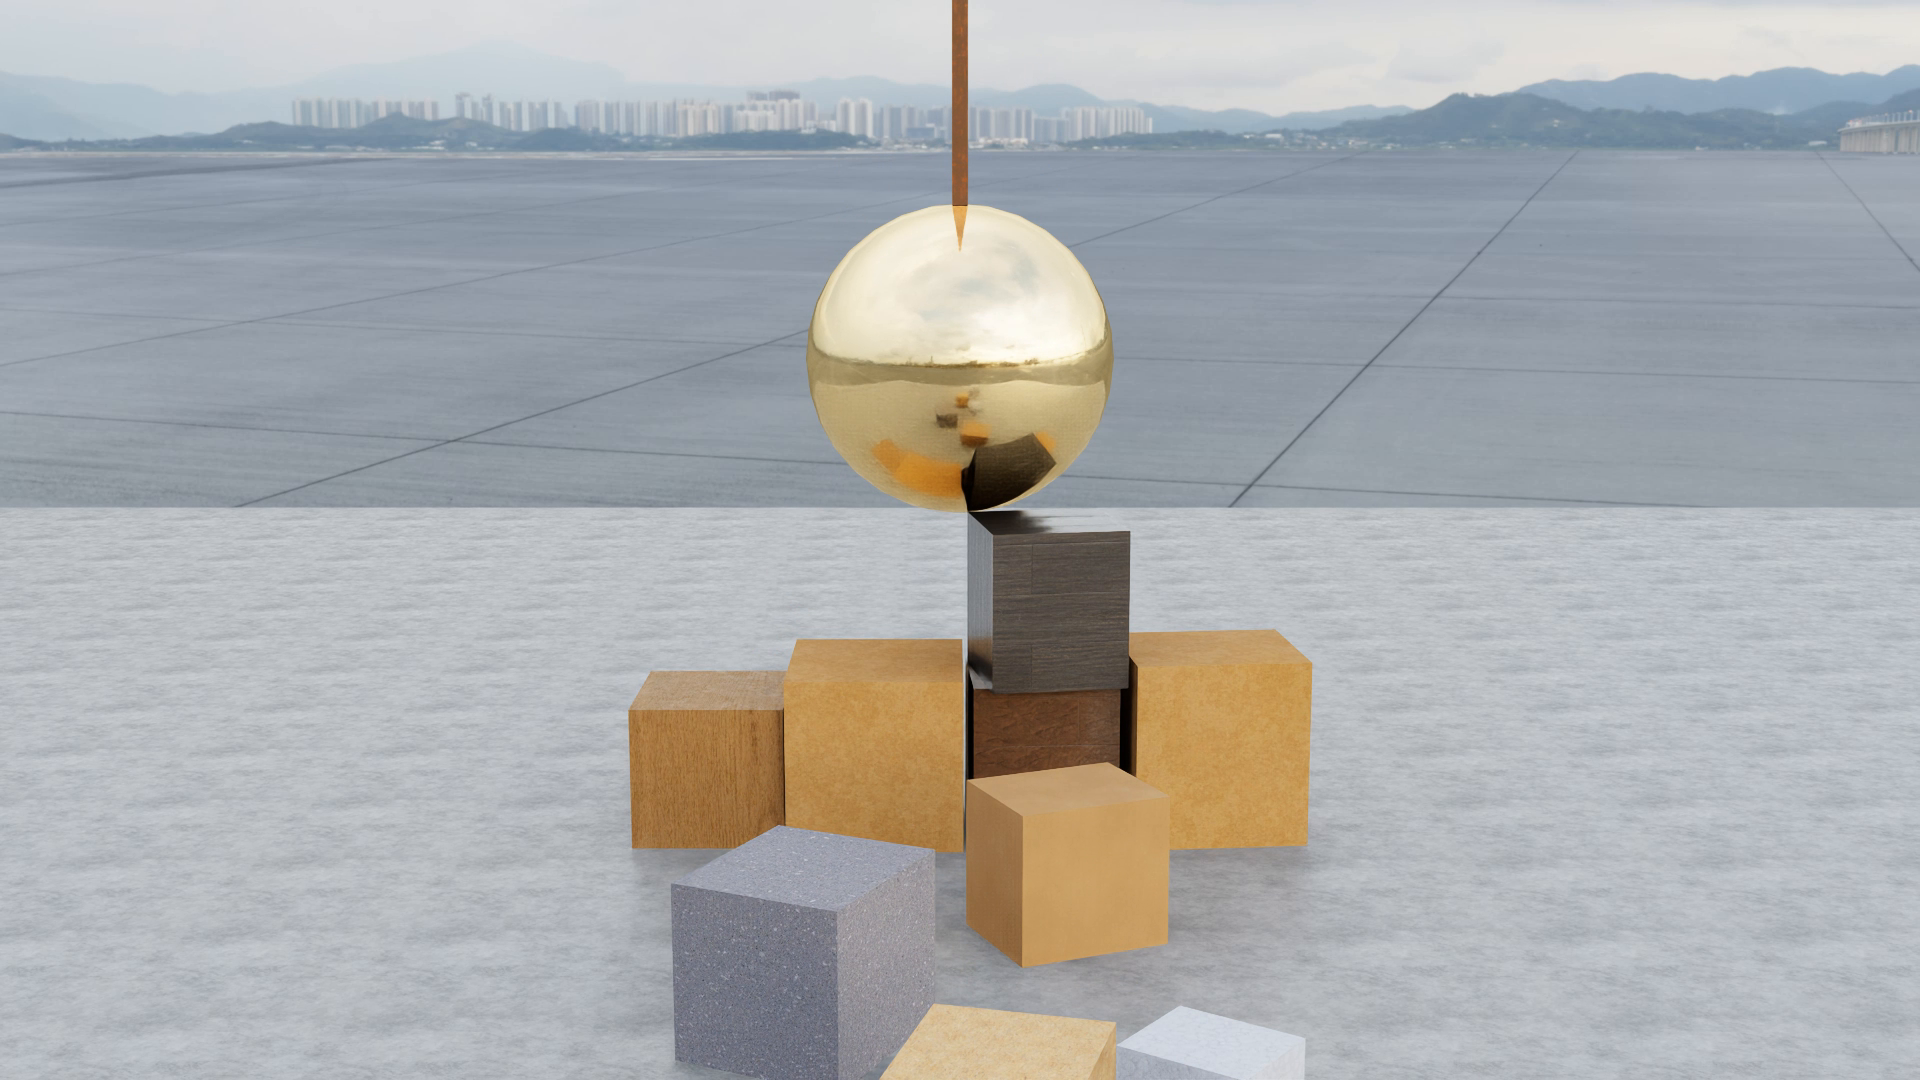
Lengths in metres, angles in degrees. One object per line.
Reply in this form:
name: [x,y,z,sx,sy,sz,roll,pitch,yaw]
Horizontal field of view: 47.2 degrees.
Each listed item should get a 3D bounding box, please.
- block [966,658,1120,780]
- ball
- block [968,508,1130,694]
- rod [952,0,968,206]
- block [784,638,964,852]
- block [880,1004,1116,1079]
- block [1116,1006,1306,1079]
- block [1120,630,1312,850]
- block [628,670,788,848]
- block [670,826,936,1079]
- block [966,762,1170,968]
block: [0.414,1.078,11.347,0.733,0.820,0.684,-1,10,-3]
ball: [0.000,-0.940,11.438,1.600,1.600,1.600,0,10,0]
block: [0.438,0.295,11.138,0.688,0.795,0.697,-2,10,-10]
rod: [0.000,-4.234,10.596,0.080,5.200,0.080,0,14,0]
block: [-0.428,1.045,11.378,0.885,0.873,0.959,0,10,0]
block: [0.120,1.943,6.847,0.605,0.727,0.677,3,11,15]
block: [0.866,1.947,7.618,0.500,0.443,0.434,7,13,35]
block: [1.276,1.015,11.343,0.878,0.945,0.771,-1,10,-6]
block: [-1.263,1.123,11.385,0.767,0.717,0.822,0,10,0]
block: [-0.600,1.623,8.634,0.724,0.717,0.801,5,11,26]
block: [0.474,1.432,9.797,0.714,0.677,0.589,-5,11,-23]
